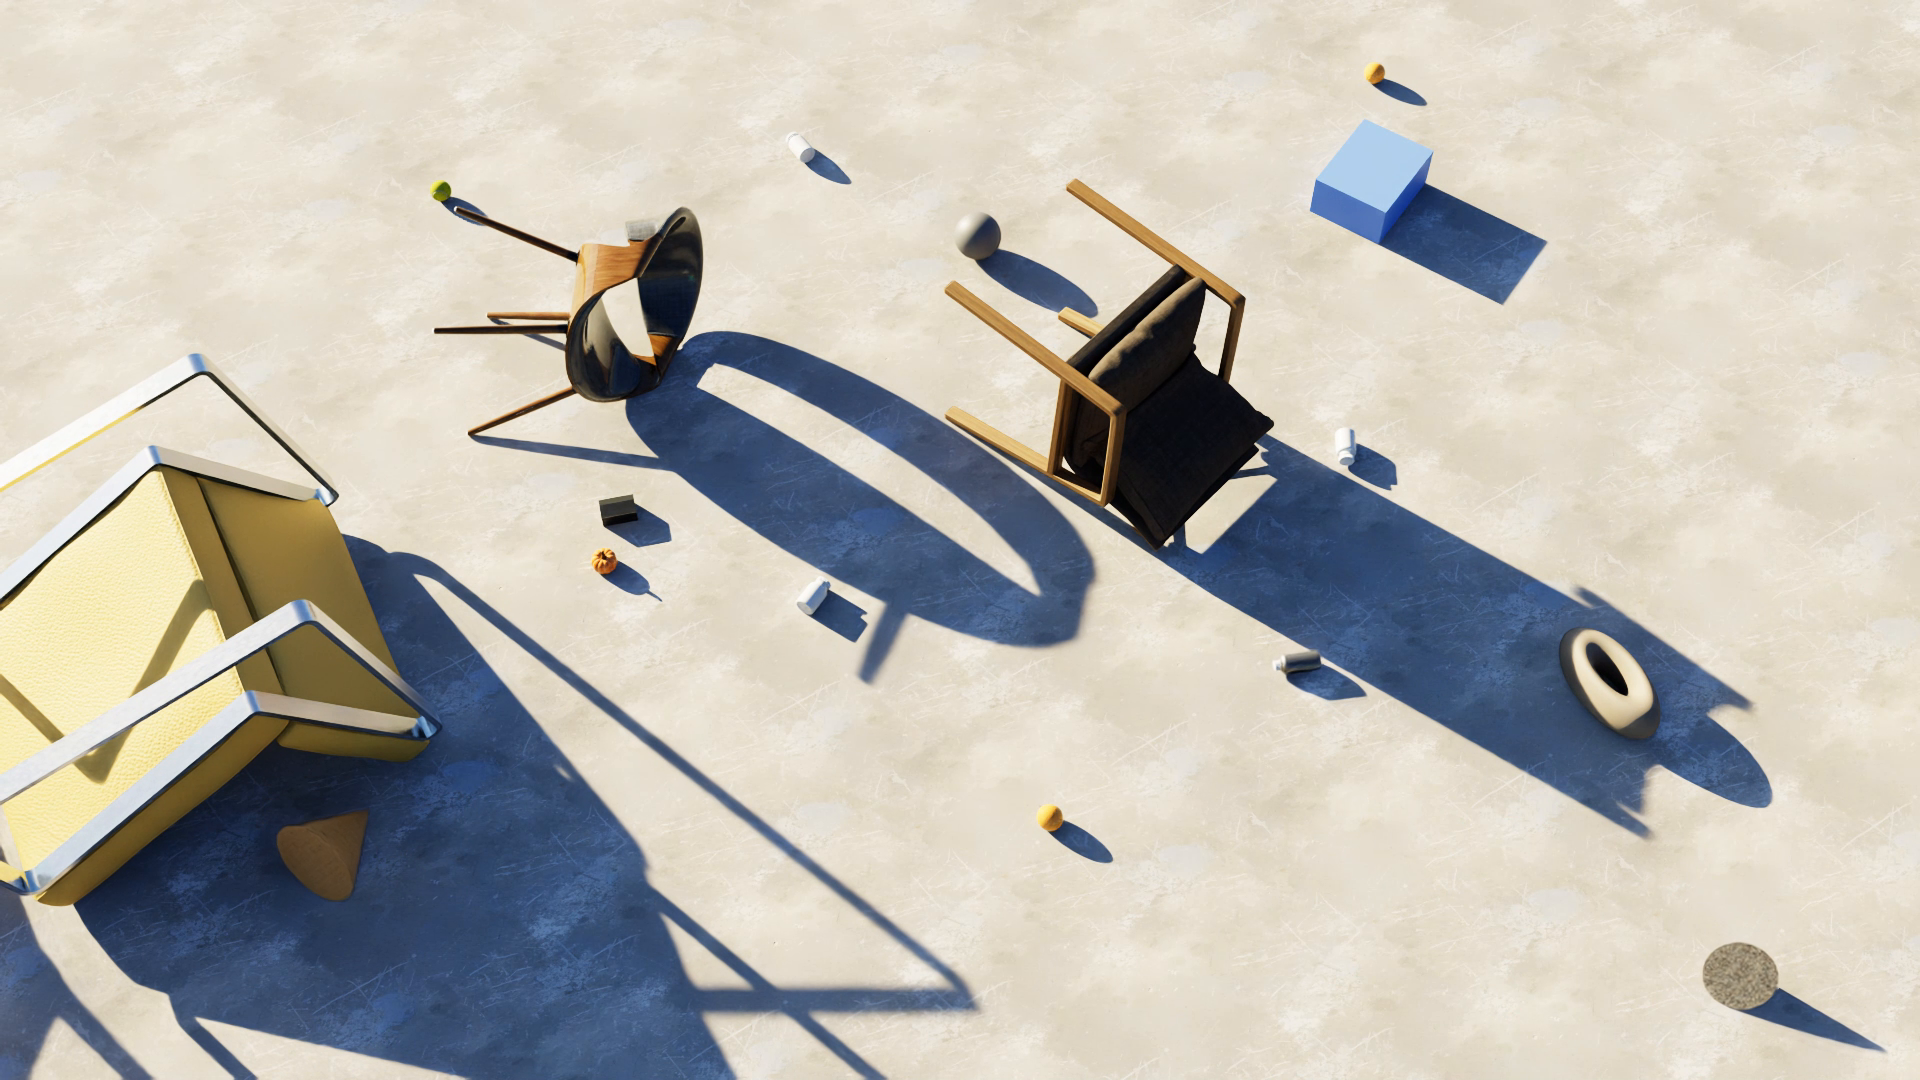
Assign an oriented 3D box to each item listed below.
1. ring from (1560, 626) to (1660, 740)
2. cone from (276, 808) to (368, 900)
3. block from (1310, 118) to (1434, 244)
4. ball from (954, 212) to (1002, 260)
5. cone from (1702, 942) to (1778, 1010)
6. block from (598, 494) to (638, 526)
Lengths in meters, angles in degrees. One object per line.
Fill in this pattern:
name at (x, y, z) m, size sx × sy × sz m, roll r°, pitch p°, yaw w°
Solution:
ring at (1.837, 0.403, 6.223) m, size 0.188 × 0.137 × 0.382 m, roll -24°, pitch 58°, yaw -17°
cone at (-1.678, 0.802, 5.974) m, size 0.256 × 0.199 × 0.256 m, roll 51°, pitch 35°, yaw -10°
block at (1.362, -1.188, 7.279) m, size 0.259 × 0.153 × 0.331 m, roll 30°, pitch 61°, yaw 18°
ball at (0.058, -0.988, 7.144) m, size 0.154 × 0.154 × 0.154 m, roll 0°, pitch 56°, yaw 0°
cone at (2.049, 1.130, 5.776) m, size 0.188 × 0.094 × 0.181 m, roll -15°, pitch 93°, yaw 20°
block at (-1.027, -0.089, 6.606) m, size 0.105 × 0.045 × 0.066 m, roll -11°, pitch 57°, yaw -7°
